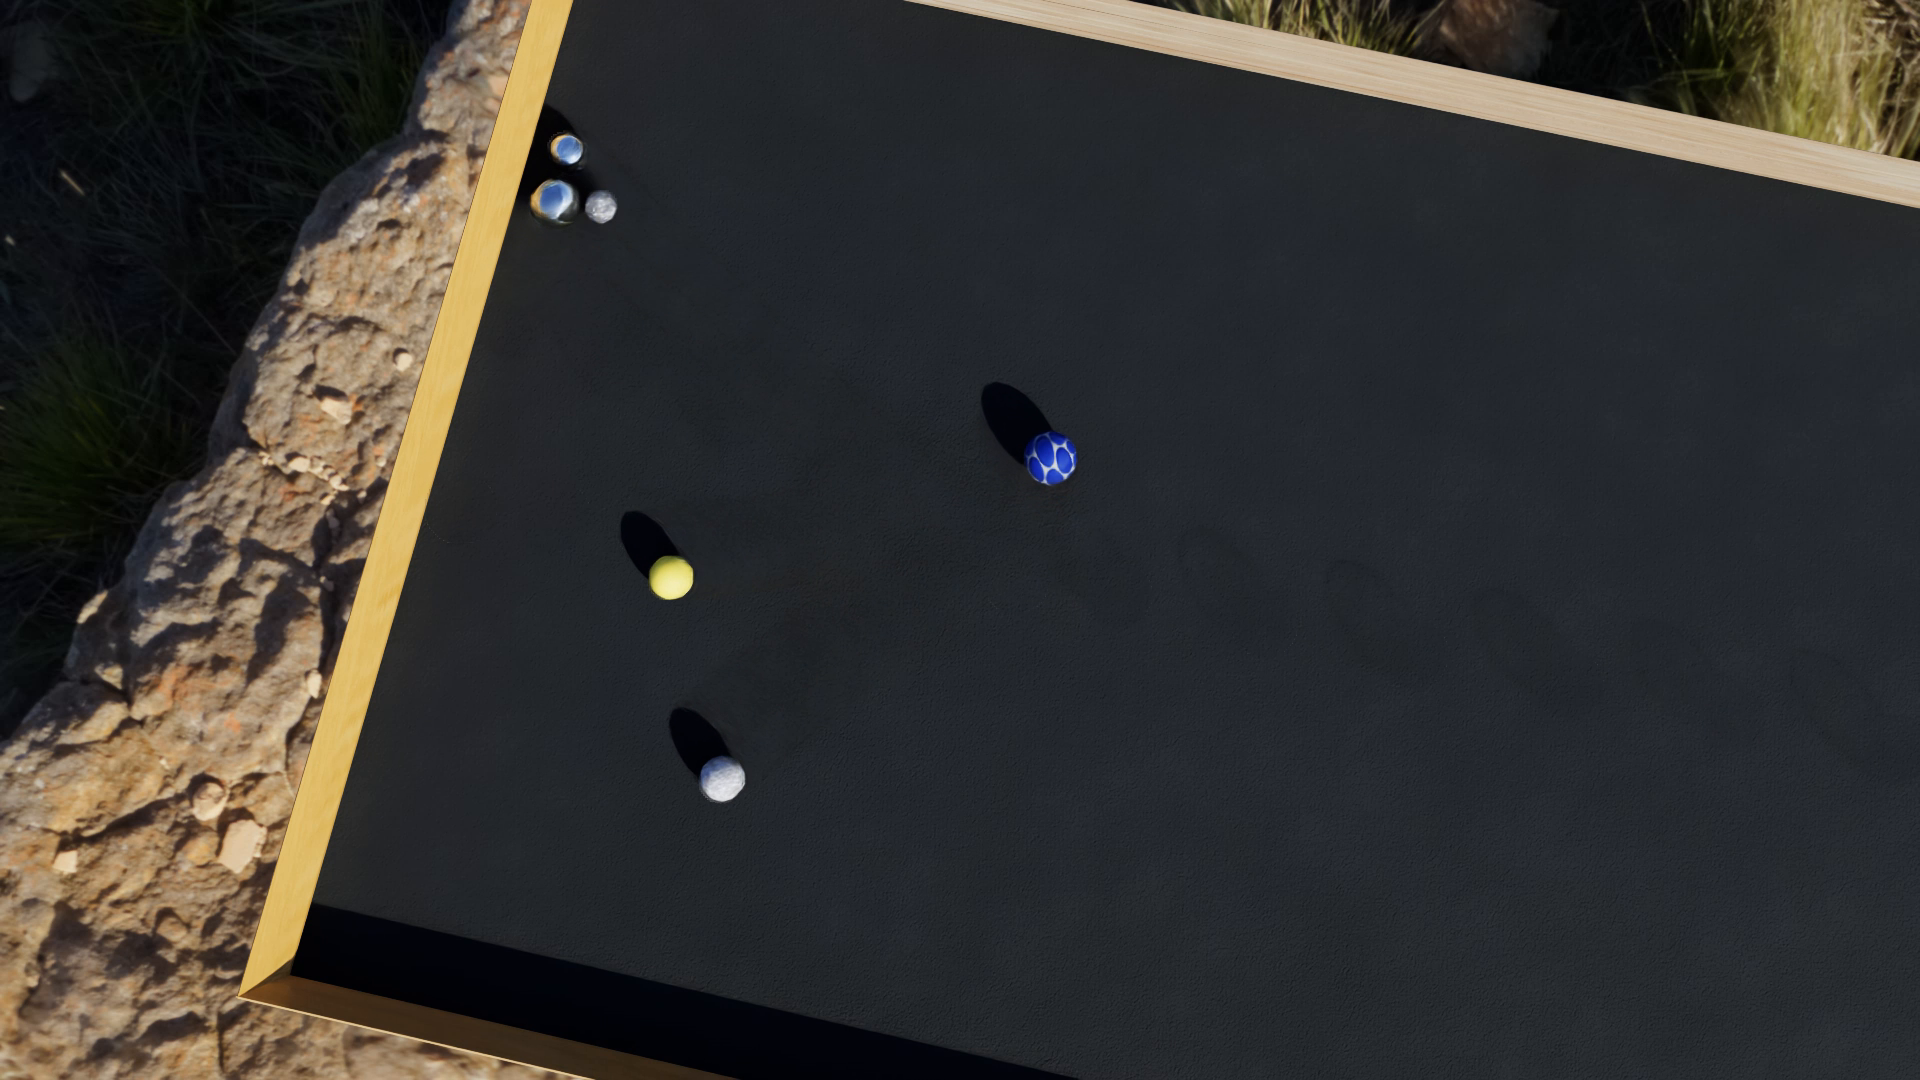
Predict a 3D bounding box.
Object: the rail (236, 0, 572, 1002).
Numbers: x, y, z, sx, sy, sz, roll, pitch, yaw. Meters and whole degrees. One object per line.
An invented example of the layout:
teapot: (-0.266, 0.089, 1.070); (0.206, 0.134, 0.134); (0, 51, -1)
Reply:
rail: (-0.799, -0.180, 3.345); (0.045, 0.119, 1.775); (12, 77, 3)

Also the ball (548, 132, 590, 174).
ball: (-0.619, -0.613, 3.480); (0.064, 0.064, 0.064); (0, 76, 0)

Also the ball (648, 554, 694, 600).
ball: (-0.435, 0.056, 3.316); (0.068, 0.068, 0.068); (0, 76, 0)

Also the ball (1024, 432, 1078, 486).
ball: (0.138, -0.125, 3.352); (0.082, 0.082, 0.082); (0, 76, 0)

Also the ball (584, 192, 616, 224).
ball: (-0.566, -0.525, 3.466); (0.050, 0.050, 0.050); (0, 76, 0)

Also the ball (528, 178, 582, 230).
ball: (-0.635, -0.527, 3.450); (0.082, 0.082, 0.082); (0, 76, 0)

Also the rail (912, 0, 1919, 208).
rail: (1.011, -0.647, 3.459); (3.369, 0.119, 0.045); (12, 77, 3)

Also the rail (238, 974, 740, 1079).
rail: (0.633, 0.992, 3.060); (3.369, 0.119, 0.045); (12, 77, 3)

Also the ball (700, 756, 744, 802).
ball: (-0.351, 0.352, 3.244); (0.067, 0.067, 0.067); (0, 76, 0)
